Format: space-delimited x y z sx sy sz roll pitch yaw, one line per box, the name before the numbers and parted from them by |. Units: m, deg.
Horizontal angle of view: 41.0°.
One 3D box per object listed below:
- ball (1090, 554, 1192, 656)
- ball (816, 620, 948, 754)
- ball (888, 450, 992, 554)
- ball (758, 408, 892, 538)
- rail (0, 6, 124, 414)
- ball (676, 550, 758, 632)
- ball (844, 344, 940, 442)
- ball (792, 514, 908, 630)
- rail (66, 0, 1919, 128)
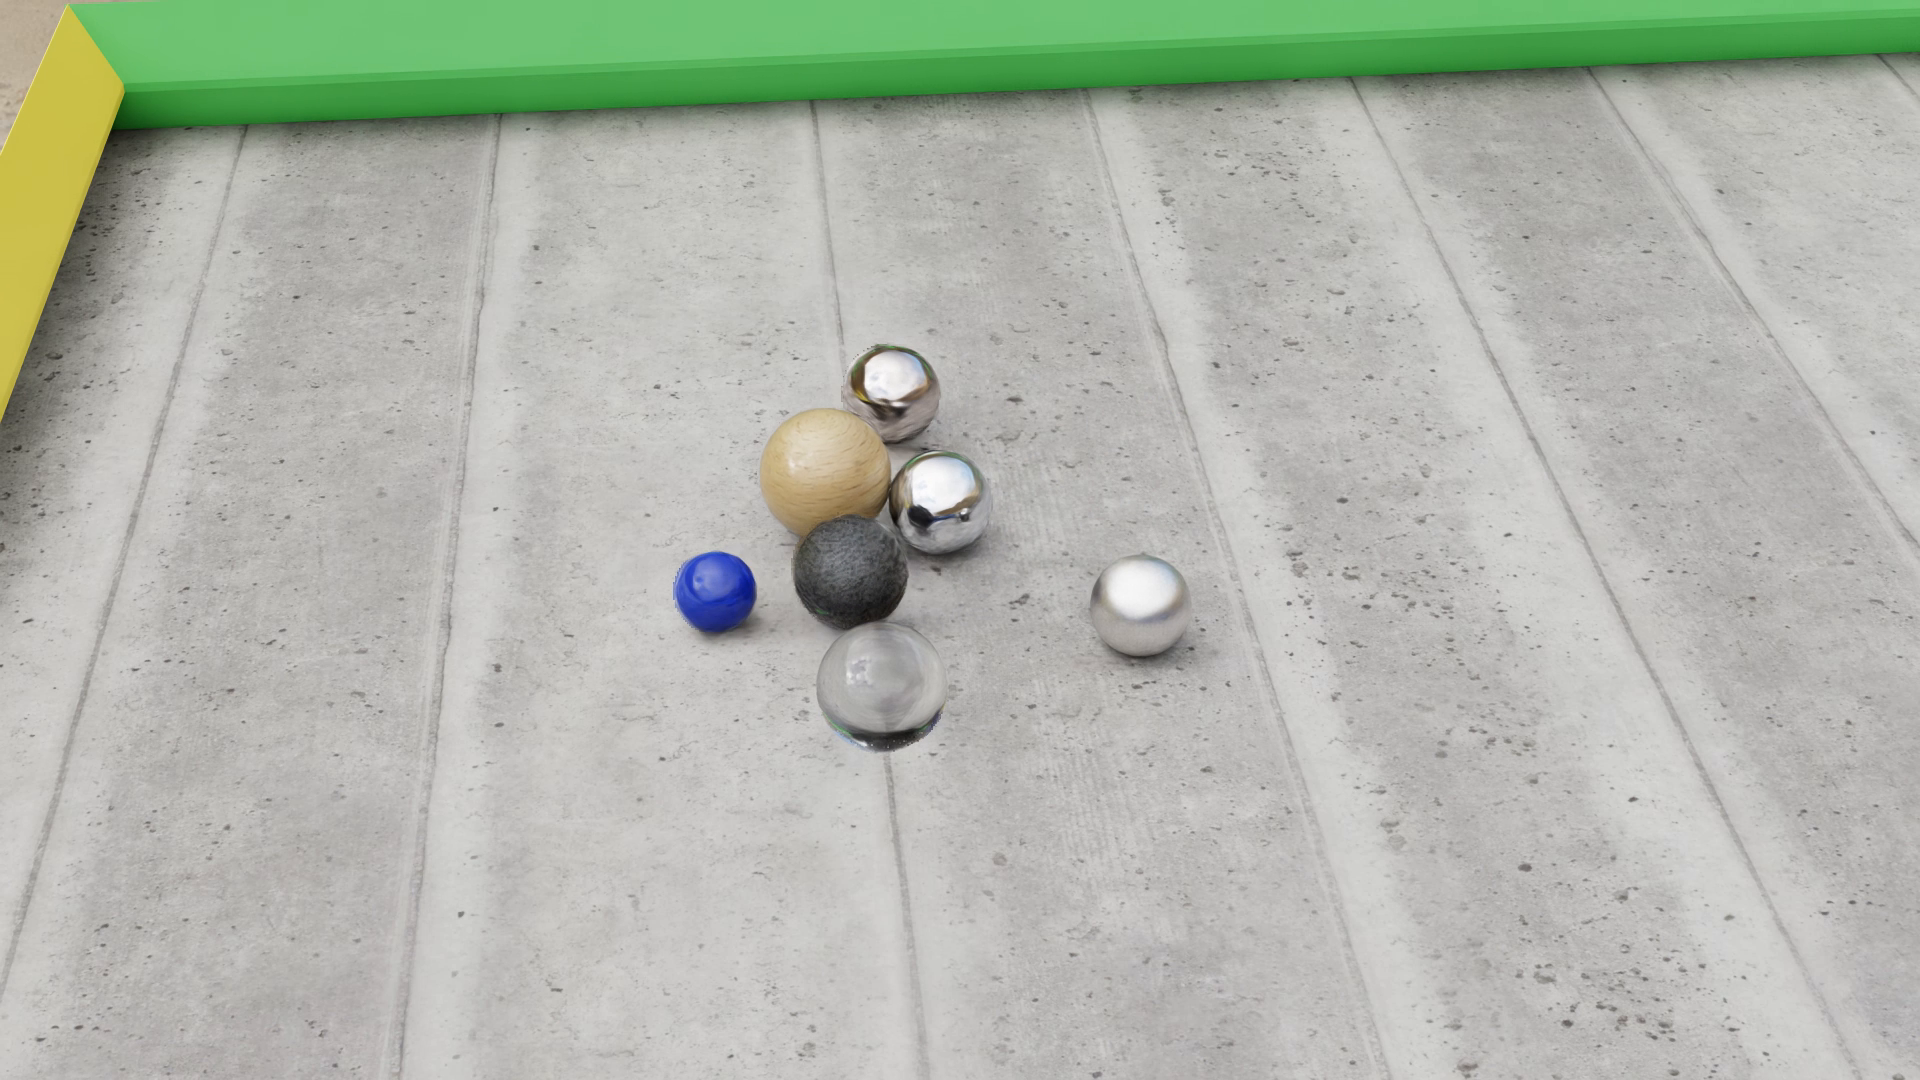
ball | 0.117 0.042 1.655 0.066 0.066 0.066 0 36 0
ball | -0.048 0.090 1.575 0.081 0.081 0.081 0 36 0
ball | -0.013 -0.026 1.746 0.071 0.071 0.071 0 36 0
ball | -0.092 -0.045 1.755 0.091 0.091 0.091 0 36 0
rail | -0.674 0.019 1.640 0.045 0.118 1.499 -3 36 -5
ball | -0.159 0.034 1.678 0.053 0.053 0.053 0 36 0
ball | -0.049 -0.106 1.858 0.071 0.071 0.071 0 36 0
ball | -0.072 0.021 1.676 0.076 0.076 0.076 0 36 0
rail | 0.626 -0.480 2.337 2.803 0.118 0.045 -3 36 -5
